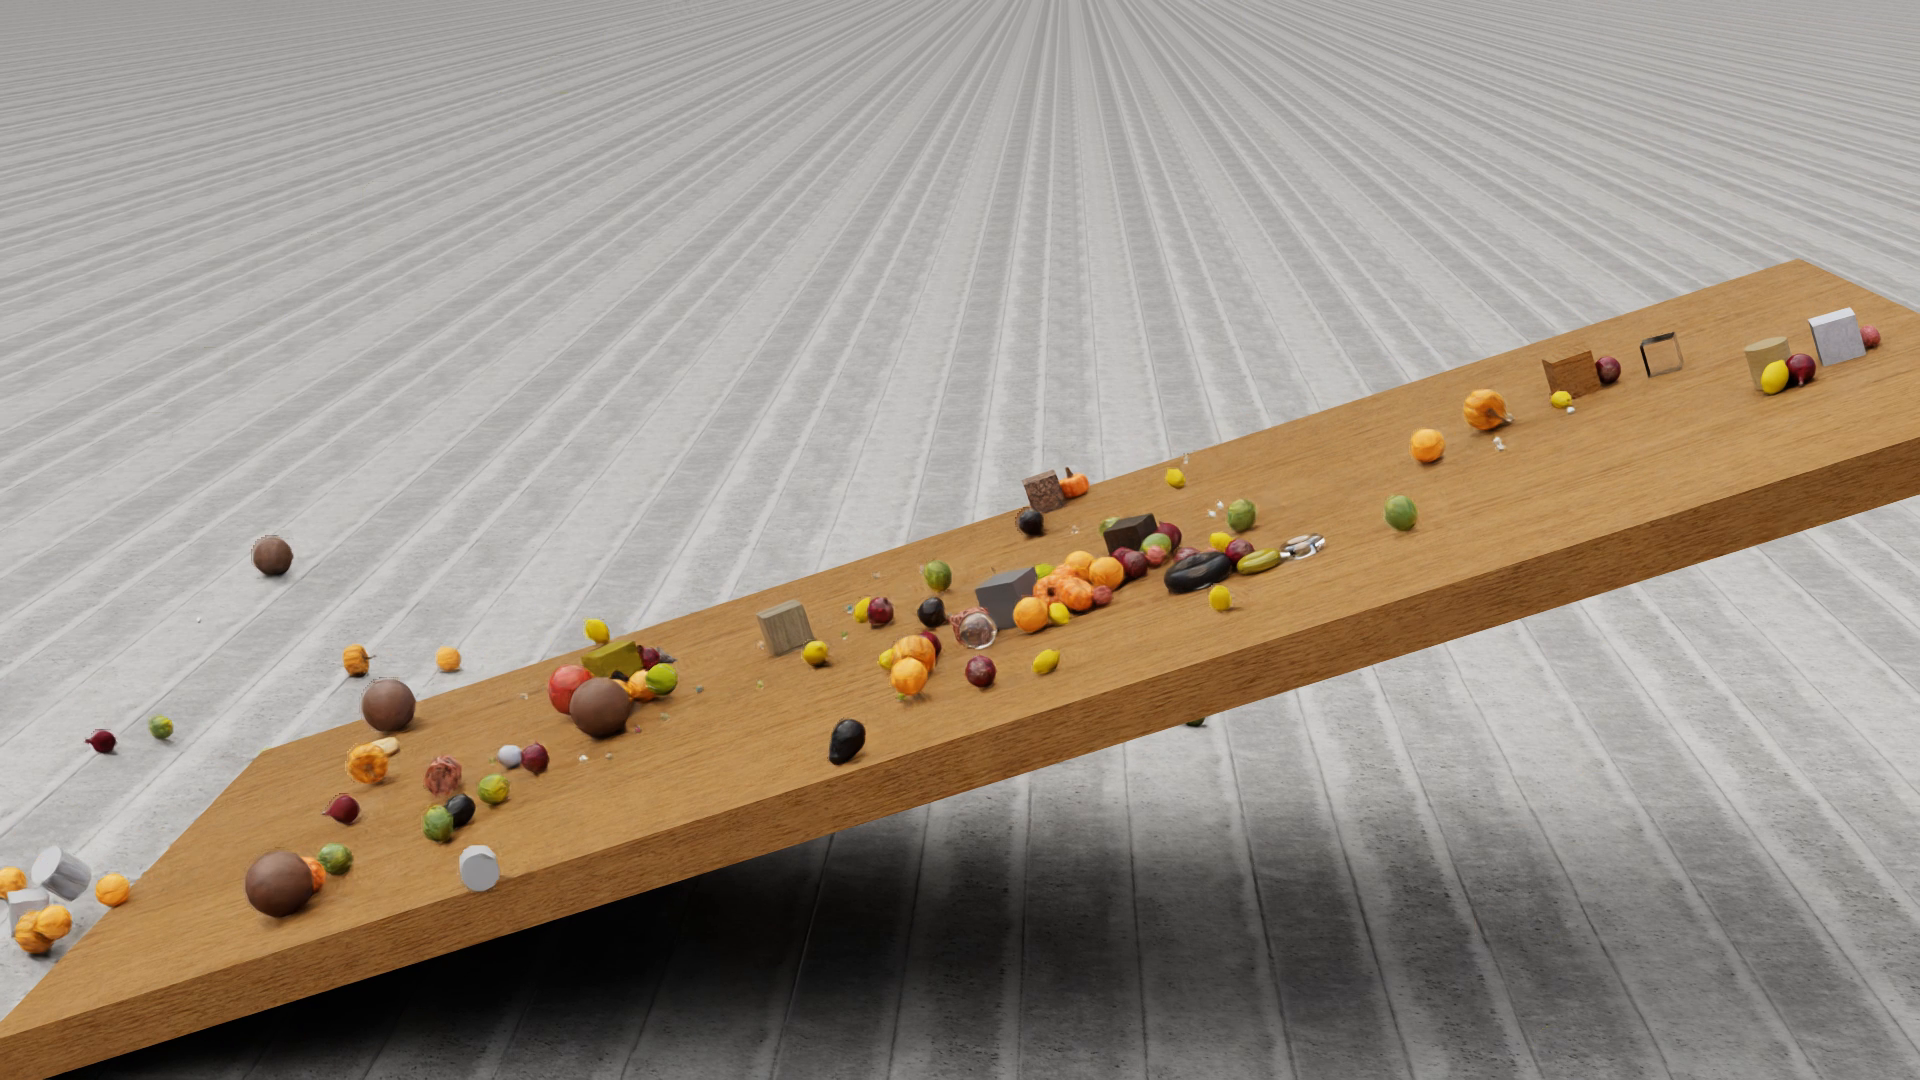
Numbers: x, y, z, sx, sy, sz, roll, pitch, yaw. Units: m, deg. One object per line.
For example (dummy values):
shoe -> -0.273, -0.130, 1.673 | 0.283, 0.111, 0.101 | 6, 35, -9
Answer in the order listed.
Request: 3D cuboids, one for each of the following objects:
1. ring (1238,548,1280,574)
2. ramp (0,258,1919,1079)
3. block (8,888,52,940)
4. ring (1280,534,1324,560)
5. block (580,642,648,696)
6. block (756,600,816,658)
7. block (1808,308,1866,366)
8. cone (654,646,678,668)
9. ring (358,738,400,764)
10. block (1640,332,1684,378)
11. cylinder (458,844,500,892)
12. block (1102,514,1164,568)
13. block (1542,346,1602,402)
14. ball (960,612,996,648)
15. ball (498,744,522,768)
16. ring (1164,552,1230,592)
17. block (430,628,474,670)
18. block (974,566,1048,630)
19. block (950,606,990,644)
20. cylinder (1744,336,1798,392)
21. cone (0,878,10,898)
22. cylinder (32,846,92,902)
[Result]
ring -> 0.591, 0.043, 5.815 | 0.091, 0.030, 0.091 | -20, 10, 4
ramp -> 0.105, 0.181, 6.307 | 4.000, 0.100, 2.000 | -18, 11, 6
block -> -2.029, 0.814, 6.412 | 0.082, 0.082, 0.082 | -4, 13, -20
ring -> 0.676, 0.013, 5.816 | 0.095, 0.032, 0.095 | -19, 9, 3
block -> -0.793, 0.295, 6.747 | 0.096, 0.096, 0.096 | -25, 13, -32
block -> -0.388, 0.197, 6.552 | 0.093, 0.093, 0.093 | -21, 11, -12
block -> 1.767, -0.409, 5.925 | 0.085, 0.085, 0.085 | -16, 11, 13
cone -> -0.682, 0.277, 6.838 | 0.054, 0.054, 0.054 | 8, 12, -1
ring -> -1.362, 0.494, 6.889 | 0.103, 0.034, 0.103 | -18, 12, 4
block -> 1.515, -0.400, 6.349 | 0.071, 0.071, 0.071 | -14, 12, 23
cylinder -> -0.885, 0.603, 5.414 | 0.070, 0.070, 0.070 | -3, 9, -12
block -> 0.369, 0.002, 6.257 | 0.084, 0.084, 0.084 | -12, 13, 32
block -> 1.335, -0.363, 6.419 | 0.090, 0.090, 0.090 | -19, 11, 0
ball -> 0.037, 0.182, 5.942 | 0.075, 0.075, 0.075 | 0, 12, 0
ball -> -0.964, 0.464, 6.305 | 0.052, 0.052, 0.052 | 0, 12, 0
ring -> 0.474, 0.064, 5.870 | 0.139, 0.046, 0.139 | -19, 11, 4
block -> -1.499, 0.326, 8.672 | 0.083, 0.083, 0.083 | -17, 40, 22
block -> 0.106, 0.122, 6.070 | 0.096, 0.096, 0.096 | -12, 13, 33
block -> 0.025, 0.175, 6.049 | 0.057, 0.057, 0.057 | -27, 14, -39
cylinder -> 1.623, -0.352, 5.884 | 0.085, 0.085, 0.085 | -18, 11, 4
cone -> -2.190, 0.767, 6.656 | 0.074, 0.074, 0.074 | 0, 12, 0
cylinder -> -1.970, 0.732, 6.450 | 0.091, 0.091, 0.091 | 12, -23, 45
